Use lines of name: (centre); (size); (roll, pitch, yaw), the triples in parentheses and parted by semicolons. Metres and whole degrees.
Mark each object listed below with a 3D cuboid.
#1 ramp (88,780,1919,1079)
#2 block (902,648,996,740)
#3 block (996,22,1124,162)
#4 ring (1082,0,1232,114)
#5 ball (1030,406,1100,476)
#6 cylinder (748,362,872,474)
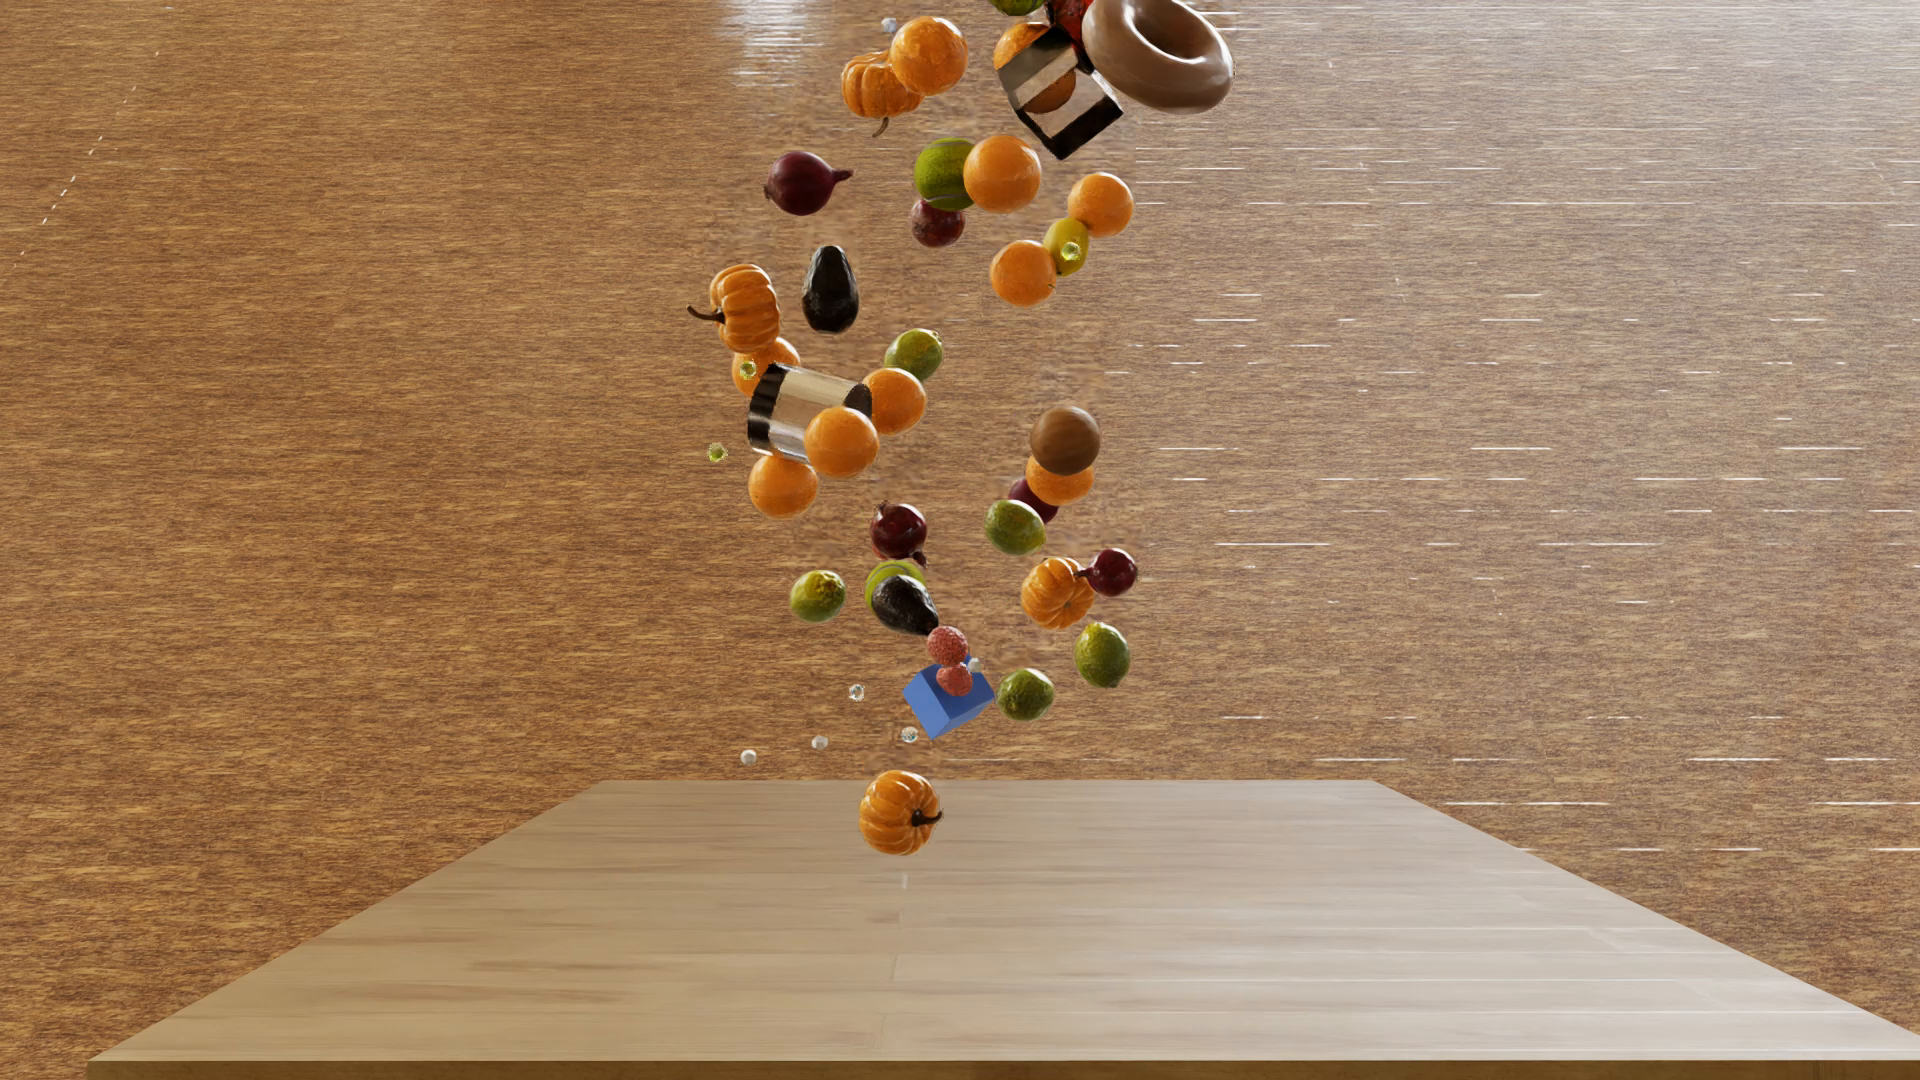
ramp: (0.073, 0.639, 4.751); (2.000, 0.100, 4.000); (0, -1, 0)
block: (-0.014, 0.189, 3.182); (0.071, 0.071, 0.071); (-26, 78, -29)
block: (0.096, -0.432, 2.503); (0.077, 0.077, 0.077); (-36, 40, 15)
ring: (0.173, -0.428, 2.265); (0.144, 0.048, 0.144); (18, 41, -16)
ball: (0.104, -0.098, 2.544); (0.069, 0.069, 0.069); (0, 33, 0)
cylinder: (-0.152, -0.124, 2.631); (0.094, 0.094, 0.094); (15, 36, 19)
